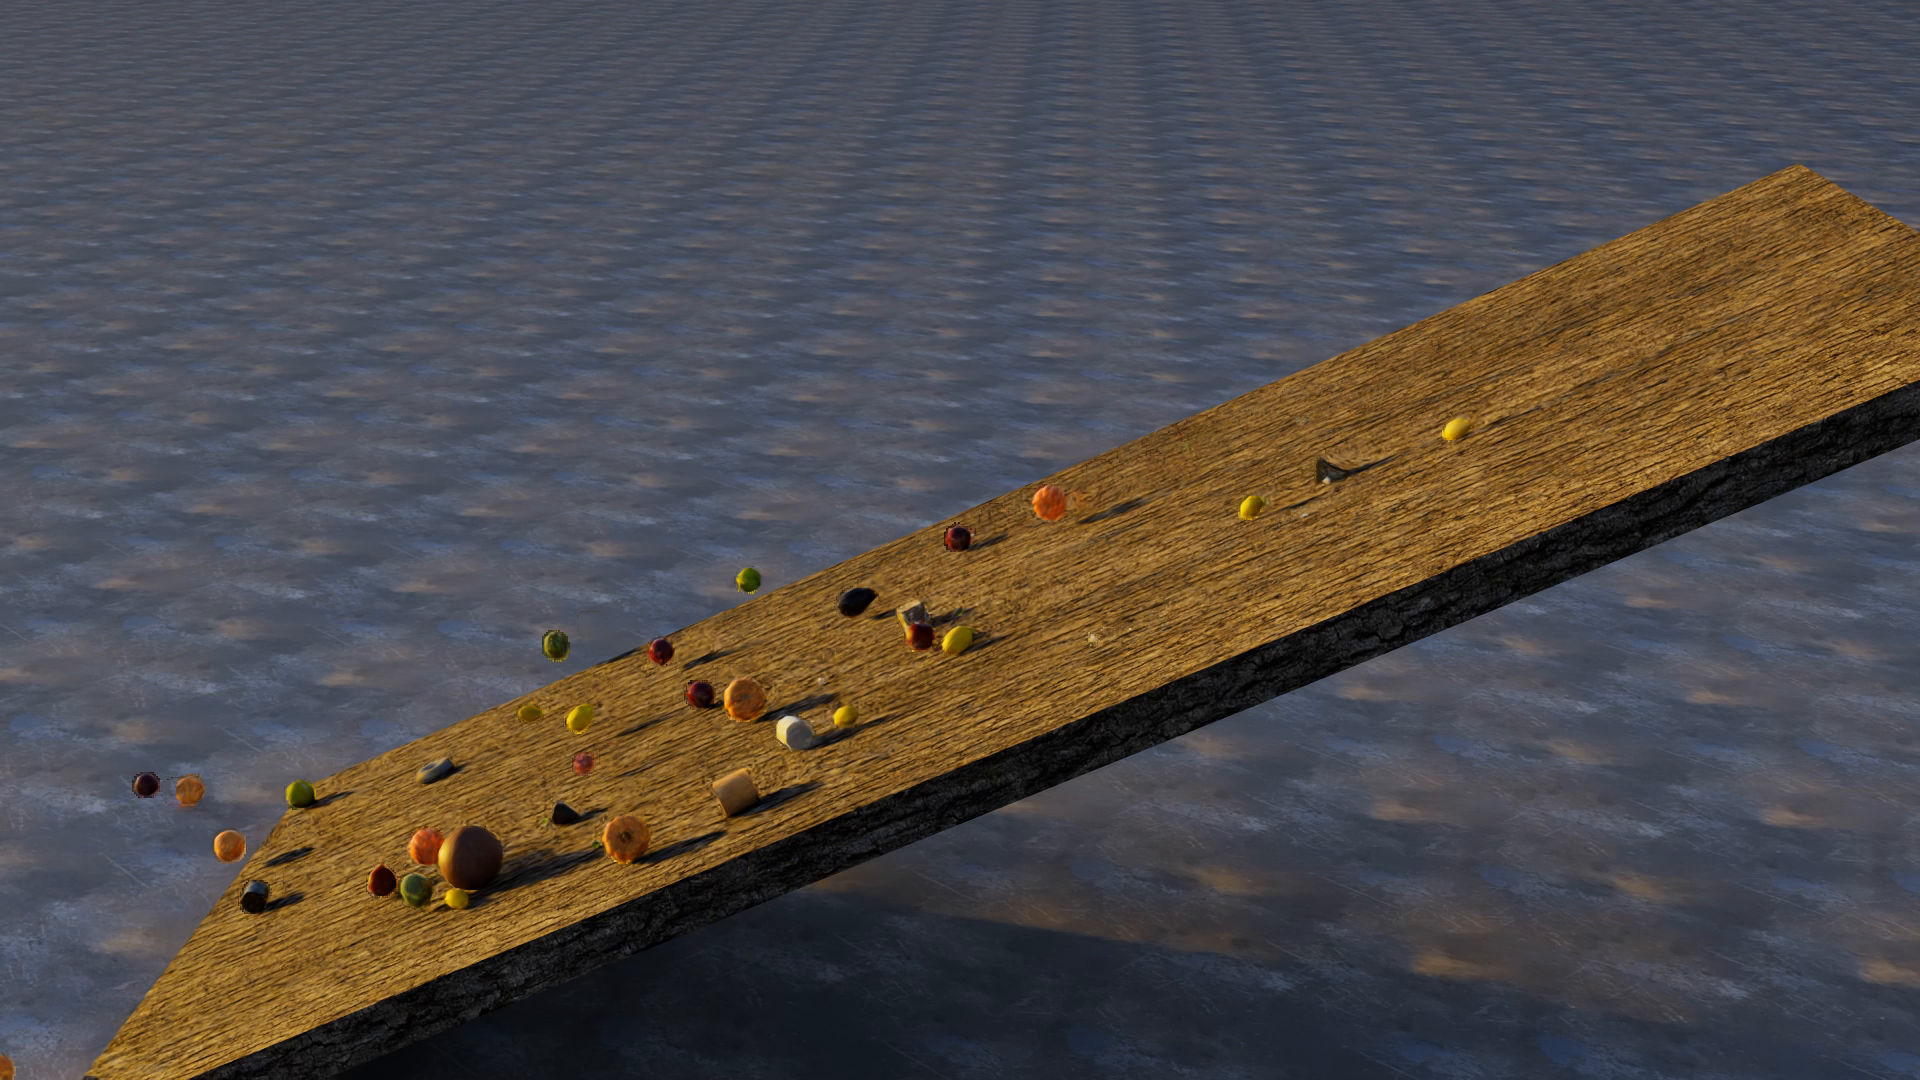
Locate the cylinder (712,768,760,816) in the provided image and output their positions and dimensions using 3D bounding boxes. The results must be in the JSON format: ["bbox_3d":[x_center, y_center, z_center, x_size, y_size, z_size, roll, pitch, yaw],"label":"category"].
[{"bbox_3d":[-0.431,0.485,5.653,0.071,0.071,0.071,-26,20,-7],"label":"cylinder"}]

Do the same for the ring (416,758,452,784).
[{"bbox_3d":[-1.253,0.550,7.001,0.092,0.031,0.092,-23,14,6],"label":"ring"}]

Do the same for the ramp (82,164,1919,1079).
[{"bbox_3d":[0.131,0.170,6.285,4.000,0.100,2.000,-23,13,8],"label":"ramp"}]

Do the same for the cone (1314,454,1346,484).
[{"bbox_3d":[0.769,-0.142,6.083,0.062,0.062,0.062,9,16,3],"label":"cone"}]

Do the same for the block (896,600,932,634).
[{"bbox_3d":[-0.101,0.166,6.381,0.053,0.053,0.053,-27,13,-12],"label":"block"}]
